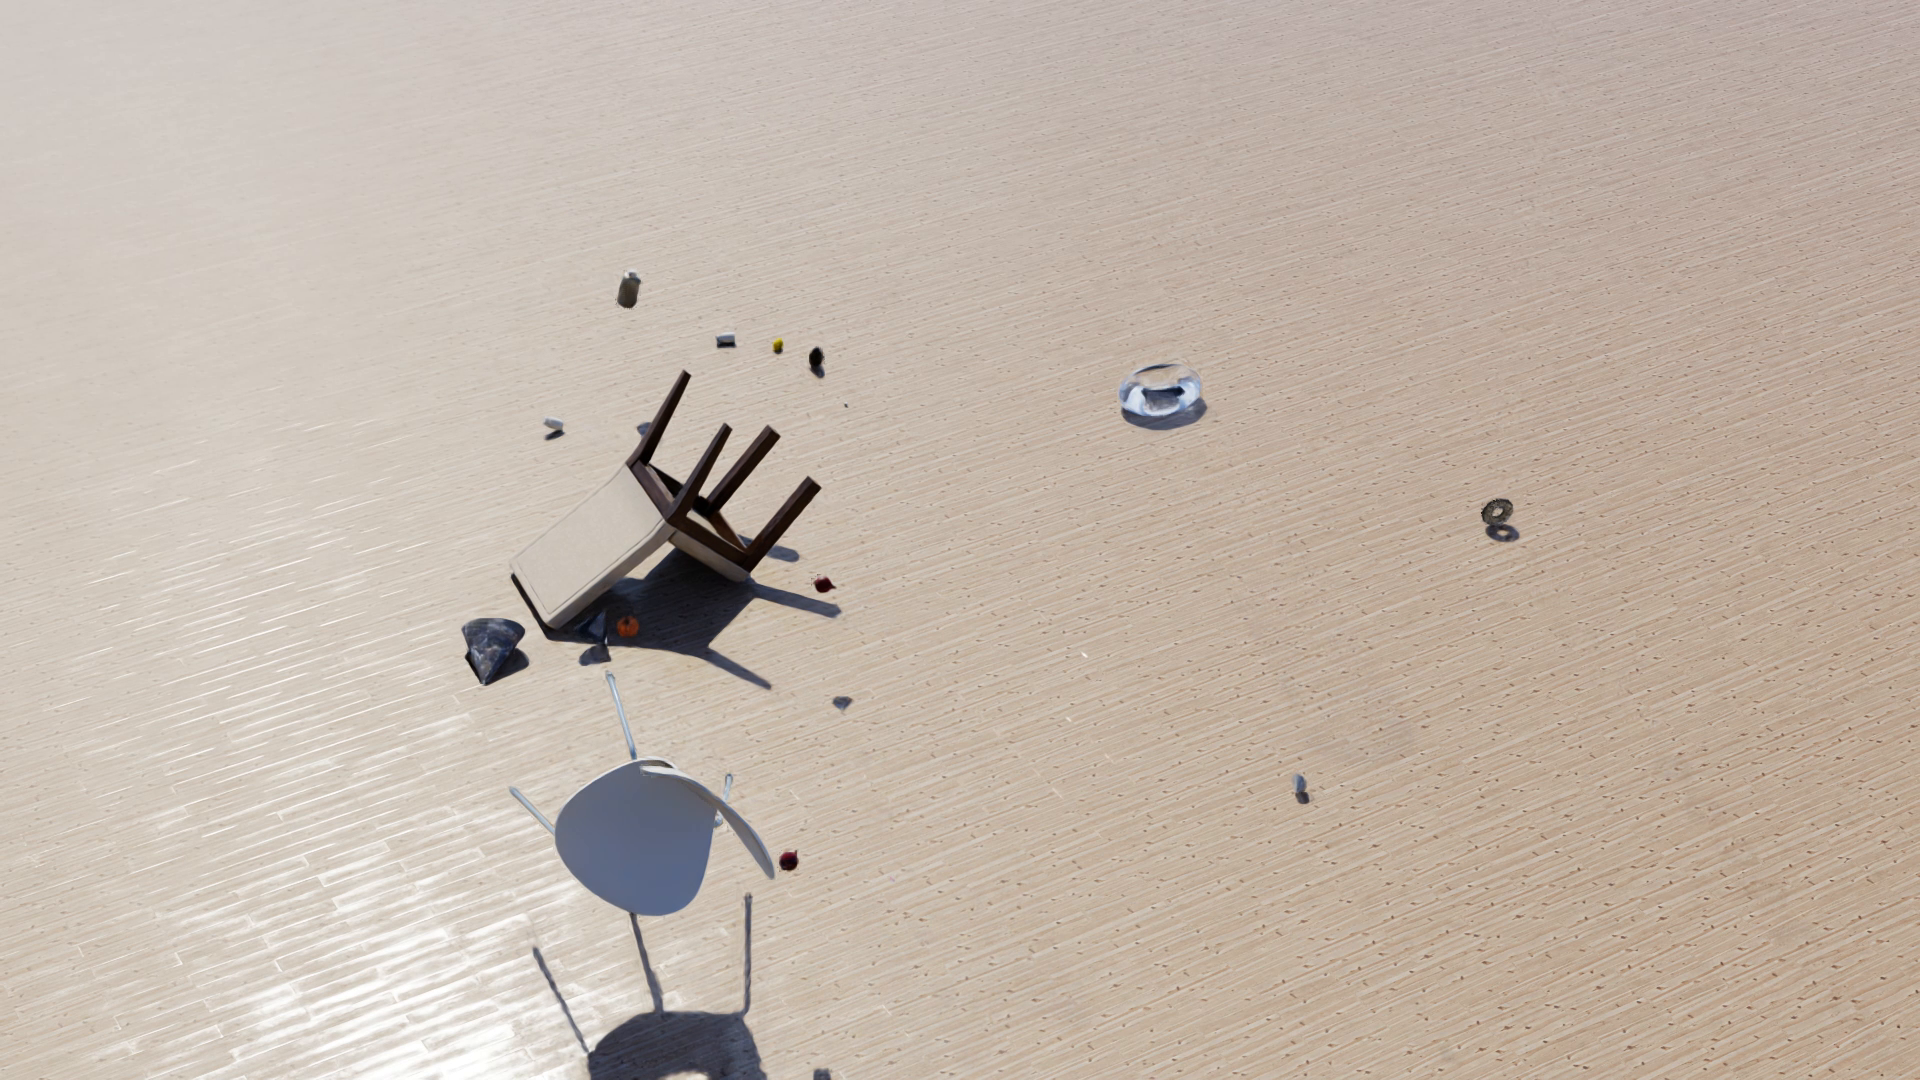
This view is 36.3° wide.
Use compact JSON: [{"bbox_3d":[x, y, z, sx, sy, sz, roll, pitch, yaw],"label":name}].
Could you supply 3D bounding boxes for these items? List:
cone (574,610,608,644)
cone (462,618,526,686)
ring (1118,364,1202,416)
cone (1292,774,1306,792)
[{"bbox_3d":[-1.278,0.290,10.334,0.137,0.110,0.077,25,7,-27],"label":"cone"},{"bbox_3d":[-1.648,0.415,10.248,0.228,0.151,0.251,-2,50,5],"label":"cone"},{"bbox_3d":[0.802,-0.602,11.755,0.357,0.114,0.266,-16,38,-21],"label":"ring"},{"bbox_3d":[1.113,0.813,9.652,0.047,0.079,0.047,-15,25,23],"label":"cone"}]
